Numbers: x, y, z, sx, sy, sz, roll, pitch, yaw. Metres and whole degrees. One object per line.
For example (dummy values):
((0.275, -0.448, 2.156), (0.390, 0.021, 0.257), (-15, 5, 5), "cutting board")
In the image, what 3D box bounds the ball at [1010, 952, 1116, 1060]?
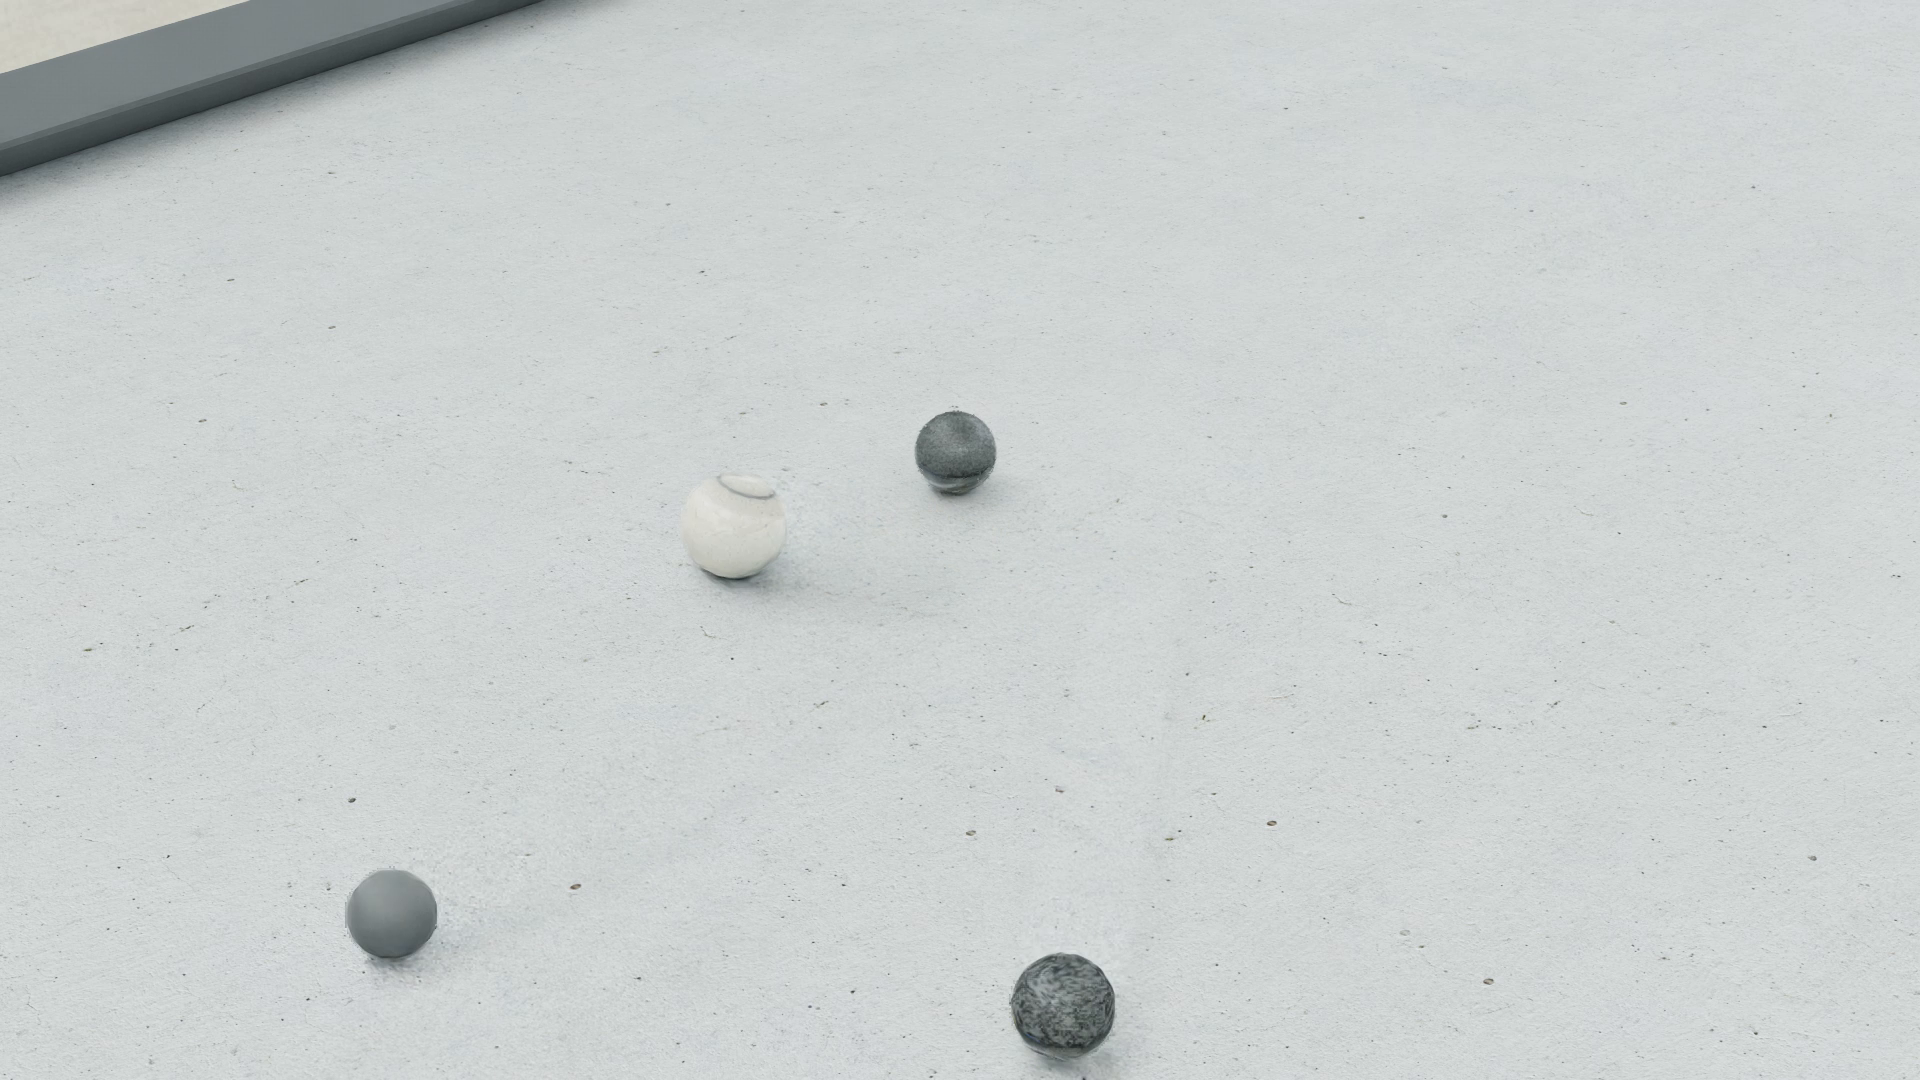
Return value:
((0.047, 0.210, 1.325), (0.048, 0.048, 0.048), (0, 27, 0), "ball")

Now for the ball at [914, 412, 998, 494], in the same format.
((-0.003, -0.055, 1.844), (0.052, 0.052, 0.052), (0, 27, 0), "ball")

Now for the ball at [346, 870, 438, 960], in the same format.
((-0.269, 0.177, 1.395), (0.042, 0.042, 0.042), (0, 27, 0), "ball")

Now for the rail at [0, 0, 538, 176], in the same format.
((-0.184, -0.665, 3.018), (0.045, 0.081, 4.156), (19, 32, 33), "rail")

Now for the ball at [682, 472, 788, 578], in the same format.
((-0.133, -0.009, 1.741), (0.063, 0.063, 0.063), (0, 27, 0), "ball")
